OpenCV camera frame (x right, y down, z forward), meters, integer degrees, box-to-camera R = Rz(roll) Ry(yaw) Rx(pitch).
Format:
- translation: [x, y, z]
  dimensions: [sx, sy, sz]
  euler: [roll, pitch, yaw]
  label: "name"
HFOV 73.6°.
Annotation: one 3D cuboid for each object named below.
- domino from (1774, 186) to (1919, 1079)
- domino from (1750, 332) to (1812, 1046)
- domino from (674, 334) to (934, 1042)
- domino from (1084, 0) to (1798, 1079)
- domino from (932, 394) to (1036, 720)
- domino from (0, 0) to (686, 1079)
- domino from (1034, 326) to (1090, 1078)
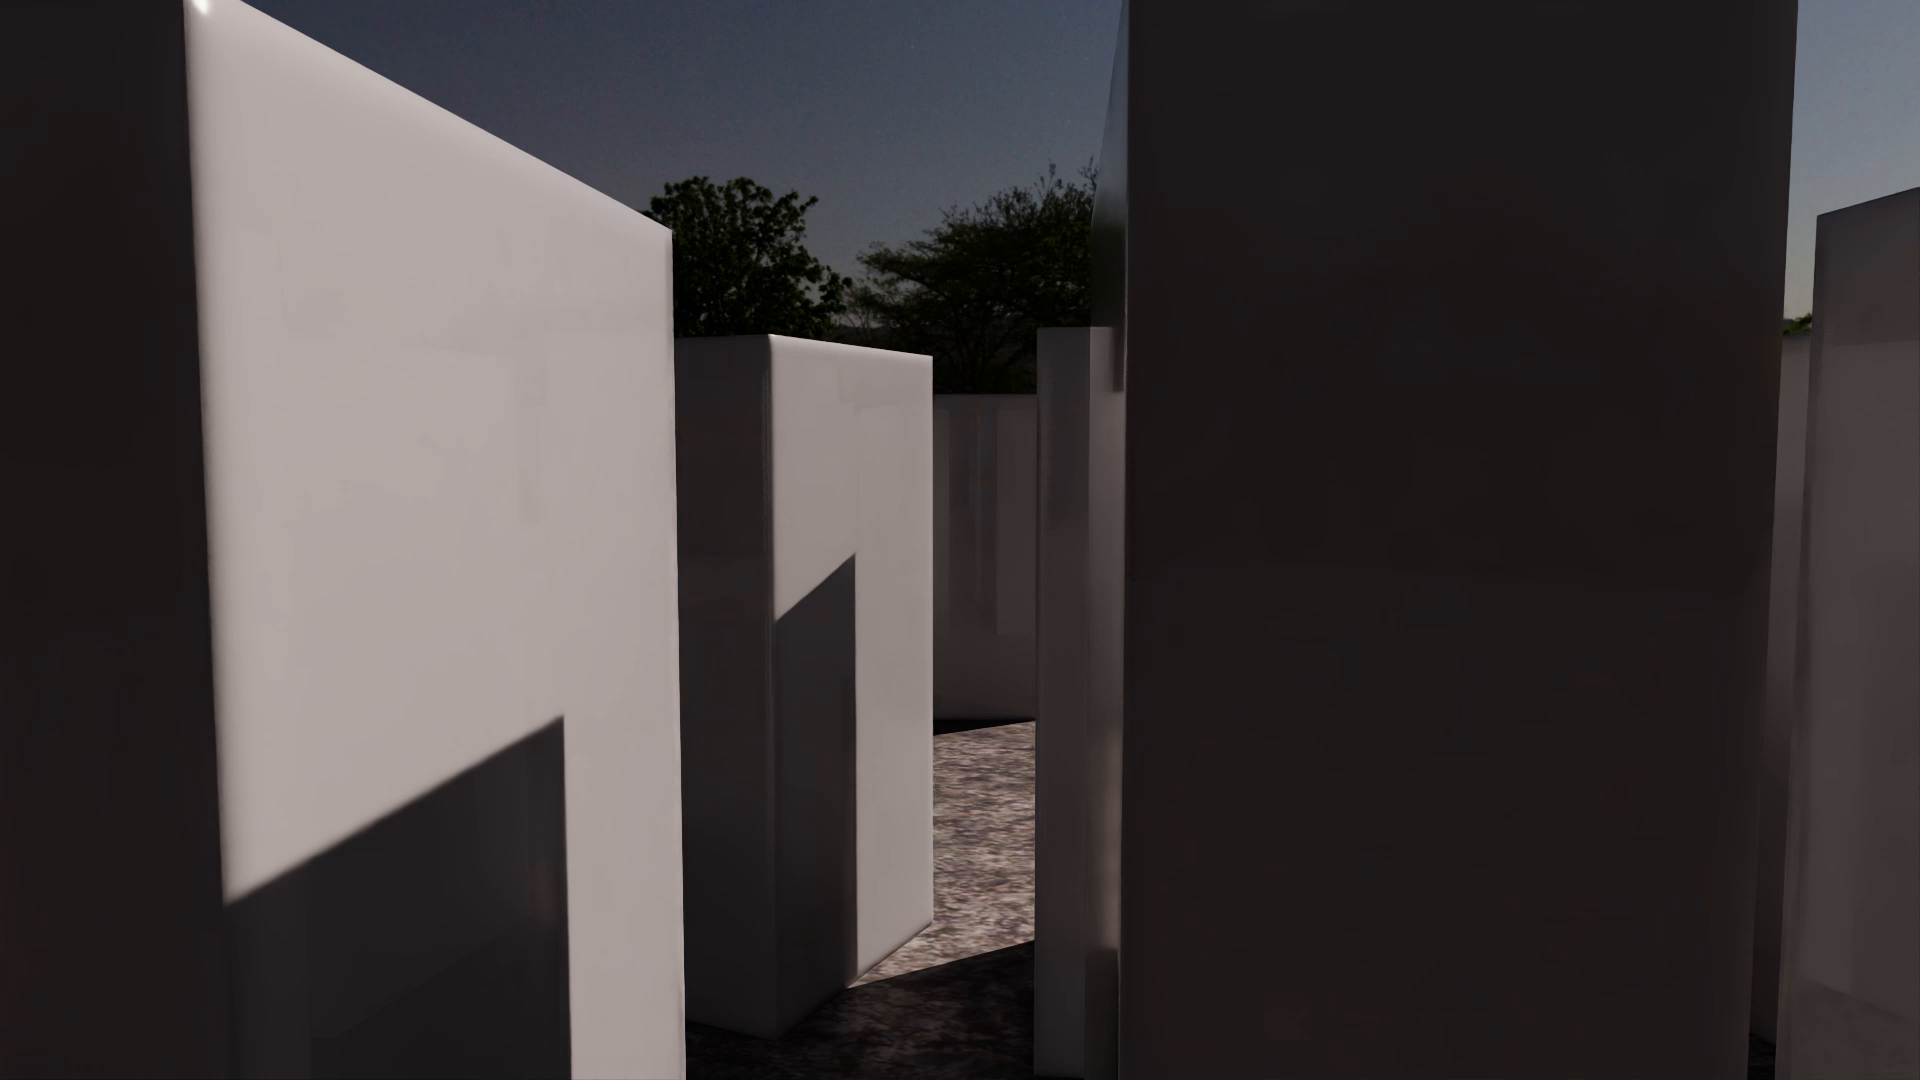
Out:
- translation: [0.033, 0.015, 0.032]
  dimensions: [0.009, 0.050, 0.025]
  euler: [0, 4, 2]
  label: "domino"
- translation: [0.059, 0.010, 0.100]
  dimensions: [0.009, 0.050, 0.025]
  euler: [-1, 4, -16]
  label: "domino"
- translation: [-0.012, 0.010, 0.103]
  dimensions: [0.010, 0.050, 0.025]
  euler: [2, 5, 25]
  label: "domino"
- translation: [0.008, 0.015, 0.033]
  dimensions: [0.009, 0.050, 0.025]
  euler: [0, 4, 4]
  label: "domino"
- translation: [0.000, 0.002, 0.201]
  dimensions: [0.025, 0.050, 0.009]
  euler: [0, 4, 0]
  label: "domino"
- translation: [-0.016, 0.015, 0.035]
  dimensions: [0.010, 0.050, 0.025]
  euler: [0, 4, 5]
  label: "domino"
- translation: [0.011, 0.010, 0.096]
  dimensions: [0.009, 0.050, 0.025]
  euler: [1, 4, 7]
  label: "domino"
